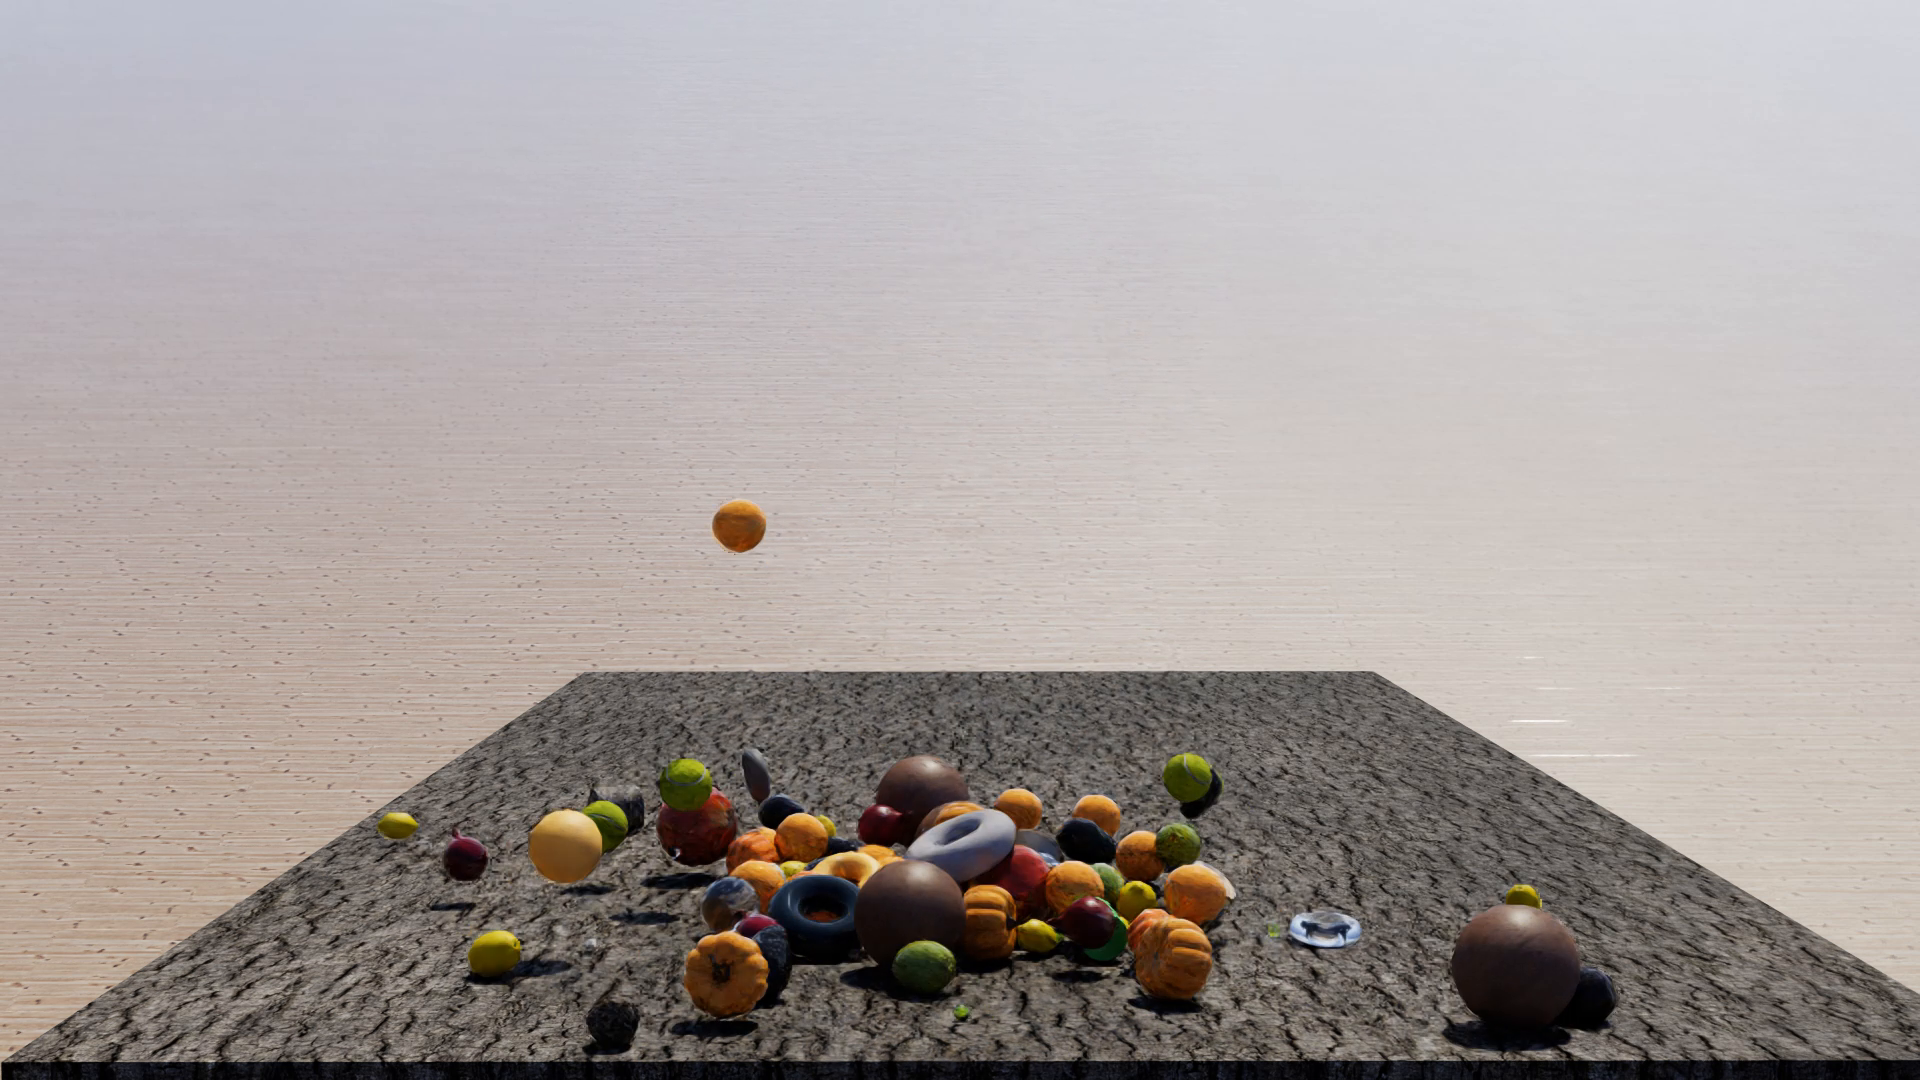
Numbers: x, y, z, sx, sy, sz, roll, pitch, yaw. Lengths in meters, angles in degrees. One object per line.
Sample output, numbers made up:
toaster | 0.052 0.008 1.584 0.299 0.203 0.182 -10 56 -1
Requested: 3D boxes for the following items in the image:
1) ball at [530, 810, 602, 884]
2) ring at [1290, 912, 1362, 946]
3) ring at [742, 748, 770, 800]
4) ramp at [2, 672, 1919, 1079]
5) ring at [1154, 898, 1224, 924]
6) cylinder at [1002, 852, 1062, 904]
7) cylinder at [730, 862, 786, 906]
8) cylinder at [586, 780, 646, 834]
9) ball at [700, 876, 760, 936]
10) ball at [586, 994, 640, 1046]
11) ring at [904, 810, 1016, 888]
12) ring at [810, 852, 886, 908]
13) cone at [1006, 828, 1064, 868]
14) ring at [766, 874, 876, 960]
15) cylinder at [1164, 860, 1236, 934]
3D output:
ball | -0.462 0.360 3.019 0.086 0.086 0.086 0 23 0
ring | 0.444 0.472 3.122 0.087 0.029 0.087 2 5 0
ring | -0.283 0.326 3.579 0.025 0.075 0.075 -12 25 -16
ramp | 0.052 0.473 4.536 2.000 0.100 4.000 0 3 0
ring | 0.288 0.465 3.242 0.091 0.030 0.091 -2 -2 0
cylinder | 0.095 0.445 3.389 0.060 0.060 0.060 13 9 29
cylinder | -0.262 0.447 3.334 0.055 0.055 0.055 14 5 31
cylinder | -0.529 0.413 3.961 0.069 0.069 0.069 -19 29 -22
ball | -0.281 0.449 3.155 0.073 0.073 0.073 0 23 0
ball | -0.350 0.485 2.598 0.052 0.052 0.052 0 23 0
ring | 0.000 0.375 3.121 0.146 0.049 0.146 -23 10 4
ring | -0.145 0.439 3.279 0.105 0.035 0.105 -7 36 5
cone | 0.086 0.451 3.483 0.087 0.087 0.087 9 33 21
ring | -0.164 0.447 3.054 0.131 0.044 0.131 5 32 -3
cylinder | 0.292 0.436 3.138 0.063 0.063 0.063 36 18 -13
